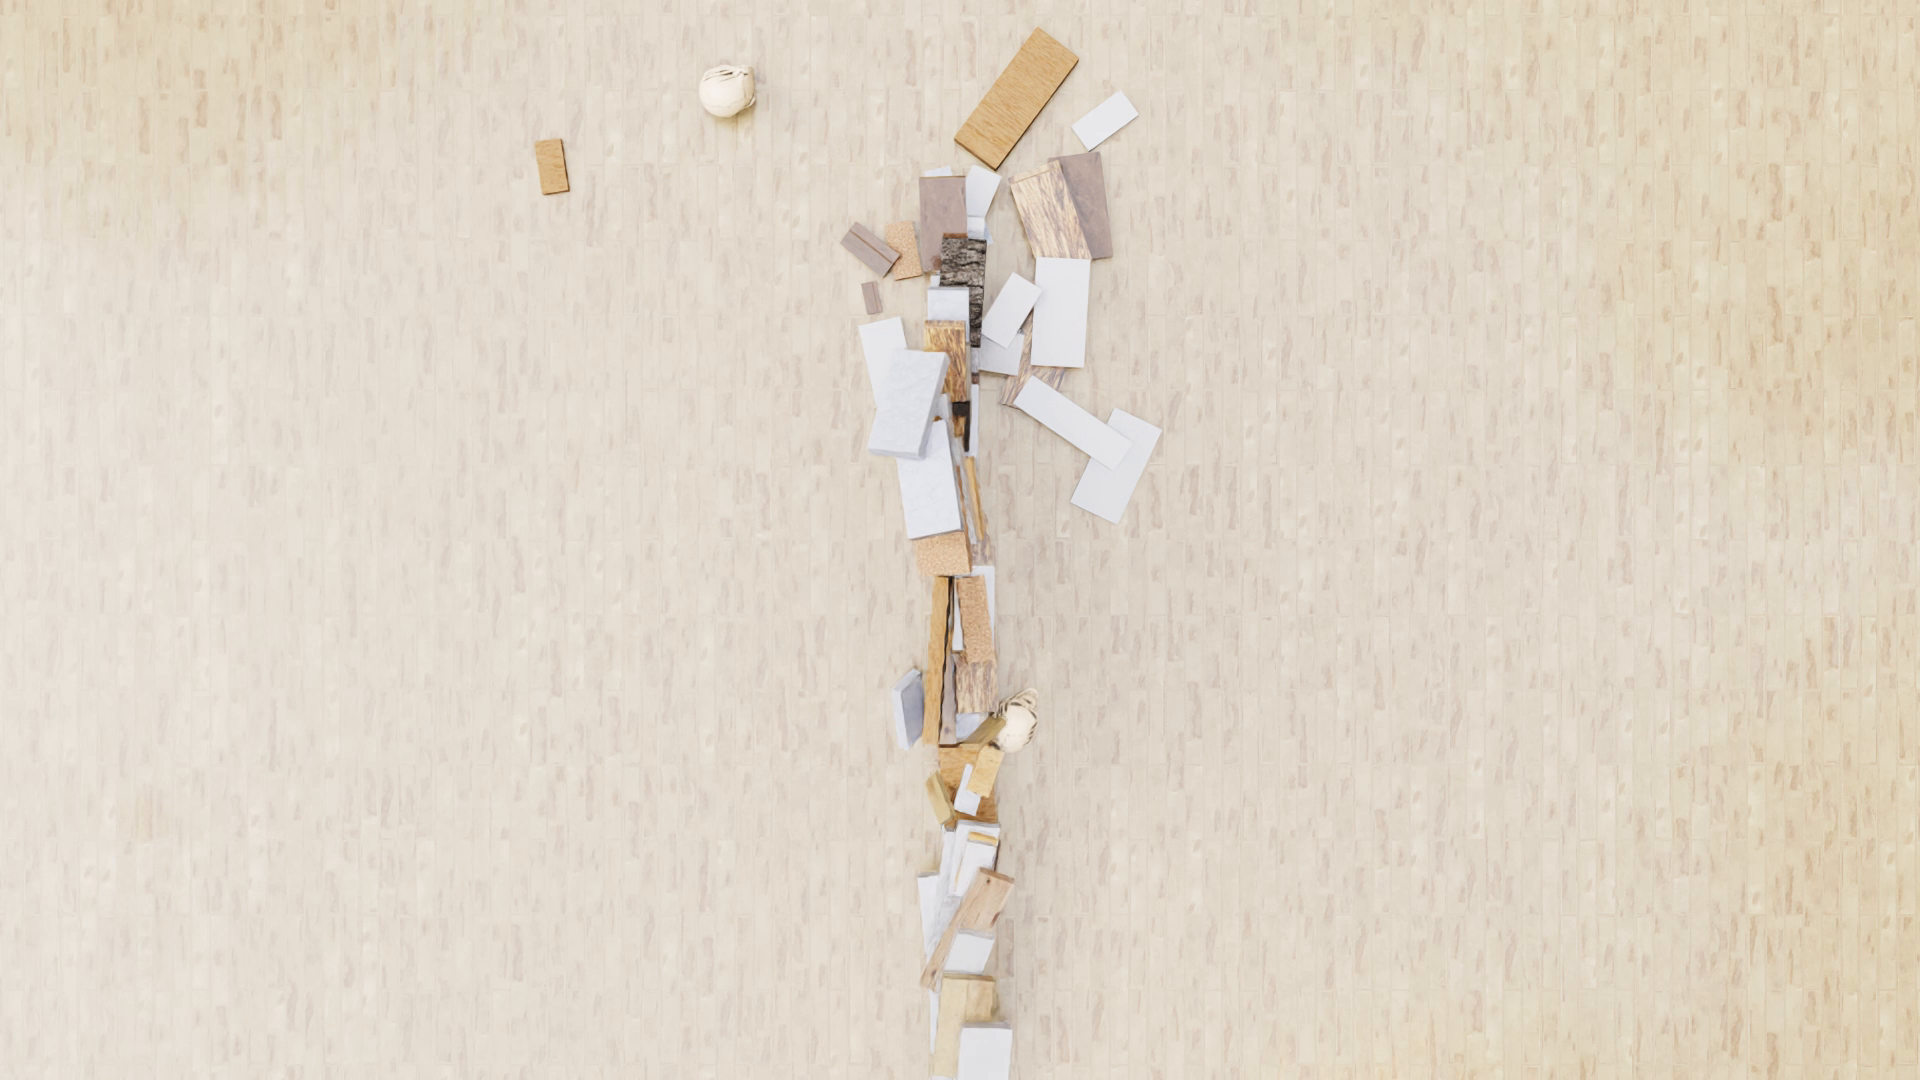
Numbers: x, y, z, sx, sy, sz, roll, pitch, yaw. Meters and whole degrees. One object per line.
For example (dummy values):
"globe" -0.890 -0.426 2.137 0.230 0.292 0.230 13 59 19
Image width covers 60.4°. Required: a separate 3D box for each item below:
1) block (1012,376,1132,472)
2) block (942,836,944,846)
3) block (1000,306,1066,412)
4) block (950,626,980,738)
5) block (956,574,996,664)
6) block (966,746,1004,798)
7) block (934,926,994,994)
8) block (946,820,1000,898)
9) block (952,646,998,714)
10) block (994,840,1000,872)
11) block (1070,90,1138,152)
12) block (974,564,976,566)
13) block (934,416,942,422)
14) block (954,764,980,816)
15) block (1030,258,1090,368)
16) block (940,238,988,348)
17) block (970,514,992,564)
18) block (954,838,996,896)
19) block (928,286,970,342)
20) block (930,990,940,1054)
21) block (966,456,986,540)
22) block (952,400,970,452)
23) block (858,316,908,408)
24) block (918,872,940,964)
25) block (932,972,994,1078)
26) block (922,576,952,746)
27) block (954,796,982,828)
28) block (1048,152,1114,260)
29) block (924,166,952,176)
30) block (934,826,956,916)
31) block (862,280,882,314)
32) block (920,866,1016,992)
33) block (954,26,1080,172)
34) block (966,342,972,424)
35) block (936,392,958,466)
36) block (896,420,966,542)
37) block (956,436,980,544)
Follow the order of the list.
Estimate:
"block" 0.371 -0.384 5.435 0.400 0.032 0.113 34 90 0
"block" -0.008 1.020 5.456 0.099 0.028 0.198 2 77 0
"block" 0.267 -0.593 5.475 0.174 0.049 0.347 18 90 0
"block" 0.016 0.463 5.395 0.076 0.021 0.366 -2 81 -8
"block" 0.050 0.255 5.311 0.091 0.026 0.275 -8 94 -10
"block" 0.080 0.741 5.289 0.076 0.021 0.151 22 80 -9
"block" 0.014 1.343 5.225 0.121 0.034 0.241 15 112 -10
"block" 0.041 1.028 5.244 0.134 0.038 0.267 7 103 -4
"block" 0.049 0.419 5.375 0.134 0.038 0.288 -1 81 -11
"block" 0.041 1.089 5.298 0.134 0.038 0.267 8 103 -4
"block" 0.481 -1.393 5.485 0.205 0.029 0.103 -36 90 0
"block" 0.013 0.159 5.388 0.081 0.023 0.161 -4 93 -10
"block" -0.105 -0.267 5.134 0.113 0.032 0.225 -8 80 16
"block" 0.033 0.802 5.299 0.076 0.021 0.151 18 82 -7
"block" 0.327 -0.745 5.399 0.174 0.049 0.348 3 99 0
"block" 0.005 -0.794 5.293 0.142 0.040 0.345 3 85 4
"block" 0.056 -0.002 5.362 0.081 0.023 0.161 -7 92 -4
"block" 0.047 1.036 5.186 0.091 0.026 0.182 12 102 -5
"block" -0.035 -0.671 5.217 0.128 0.036 0.256 2 116 5
"block" -0.012 1.509 5.361 0.163 0.046 0.327 1 101 3
"block" -0.006 -0.128 5.310 0.134 0.038 0.268 -6 98 17
"block" -0.011 -0.367 5.290 0.086 0.024 0.172 4 123 3
"block" -0.236 -0.586 5.480 0.142 0.040 0.284 -13 90 0
"block" -0.041 1.359 5.434 0.145 0.041 0.550 -5 100 0
"block" 0.009 1.534 5.207 0.161 0.046 0.322 5 97 -6
"block" -0.072 0.379 5.282 0.049 0.172 0.531 4 92 3
"block" 0.025 0.890 5.333 0.076 0.021 0.151 3 101 -9
"block" 0.399 -1.101 5.475 0.174 0.049 0.347 -7 90 0
"block" -0.055 -1.148 5.487 0.088 0.025 0.175 -14 90 -1
"block" 0.007 1.078 5.336 0.145 0.041 0.291 7 103 -3
"block" -0.293 -0.807 5.493 0.053 0.015 0.105 -12 90 0
"block" 0.021 1.244 5.220 0.121 0.034 0.468 21 110 -13
"block" 0.187 -1.462 5.475 0.174 0.049 0.459 37 90 0
"block" -0.028 -0.500 5.260 0.128 0.036 0.266 2 116 5
"block" -0.101 -0.289 5.212 0.170 0.048 0.339 -3 99 16
"block" -0.096 -0.183 5.076 0.172 0.049 0.344 -11 79 15
"block" -0.052 -0.148 5.274 0.170 0.048 0.339 -8 97 17
